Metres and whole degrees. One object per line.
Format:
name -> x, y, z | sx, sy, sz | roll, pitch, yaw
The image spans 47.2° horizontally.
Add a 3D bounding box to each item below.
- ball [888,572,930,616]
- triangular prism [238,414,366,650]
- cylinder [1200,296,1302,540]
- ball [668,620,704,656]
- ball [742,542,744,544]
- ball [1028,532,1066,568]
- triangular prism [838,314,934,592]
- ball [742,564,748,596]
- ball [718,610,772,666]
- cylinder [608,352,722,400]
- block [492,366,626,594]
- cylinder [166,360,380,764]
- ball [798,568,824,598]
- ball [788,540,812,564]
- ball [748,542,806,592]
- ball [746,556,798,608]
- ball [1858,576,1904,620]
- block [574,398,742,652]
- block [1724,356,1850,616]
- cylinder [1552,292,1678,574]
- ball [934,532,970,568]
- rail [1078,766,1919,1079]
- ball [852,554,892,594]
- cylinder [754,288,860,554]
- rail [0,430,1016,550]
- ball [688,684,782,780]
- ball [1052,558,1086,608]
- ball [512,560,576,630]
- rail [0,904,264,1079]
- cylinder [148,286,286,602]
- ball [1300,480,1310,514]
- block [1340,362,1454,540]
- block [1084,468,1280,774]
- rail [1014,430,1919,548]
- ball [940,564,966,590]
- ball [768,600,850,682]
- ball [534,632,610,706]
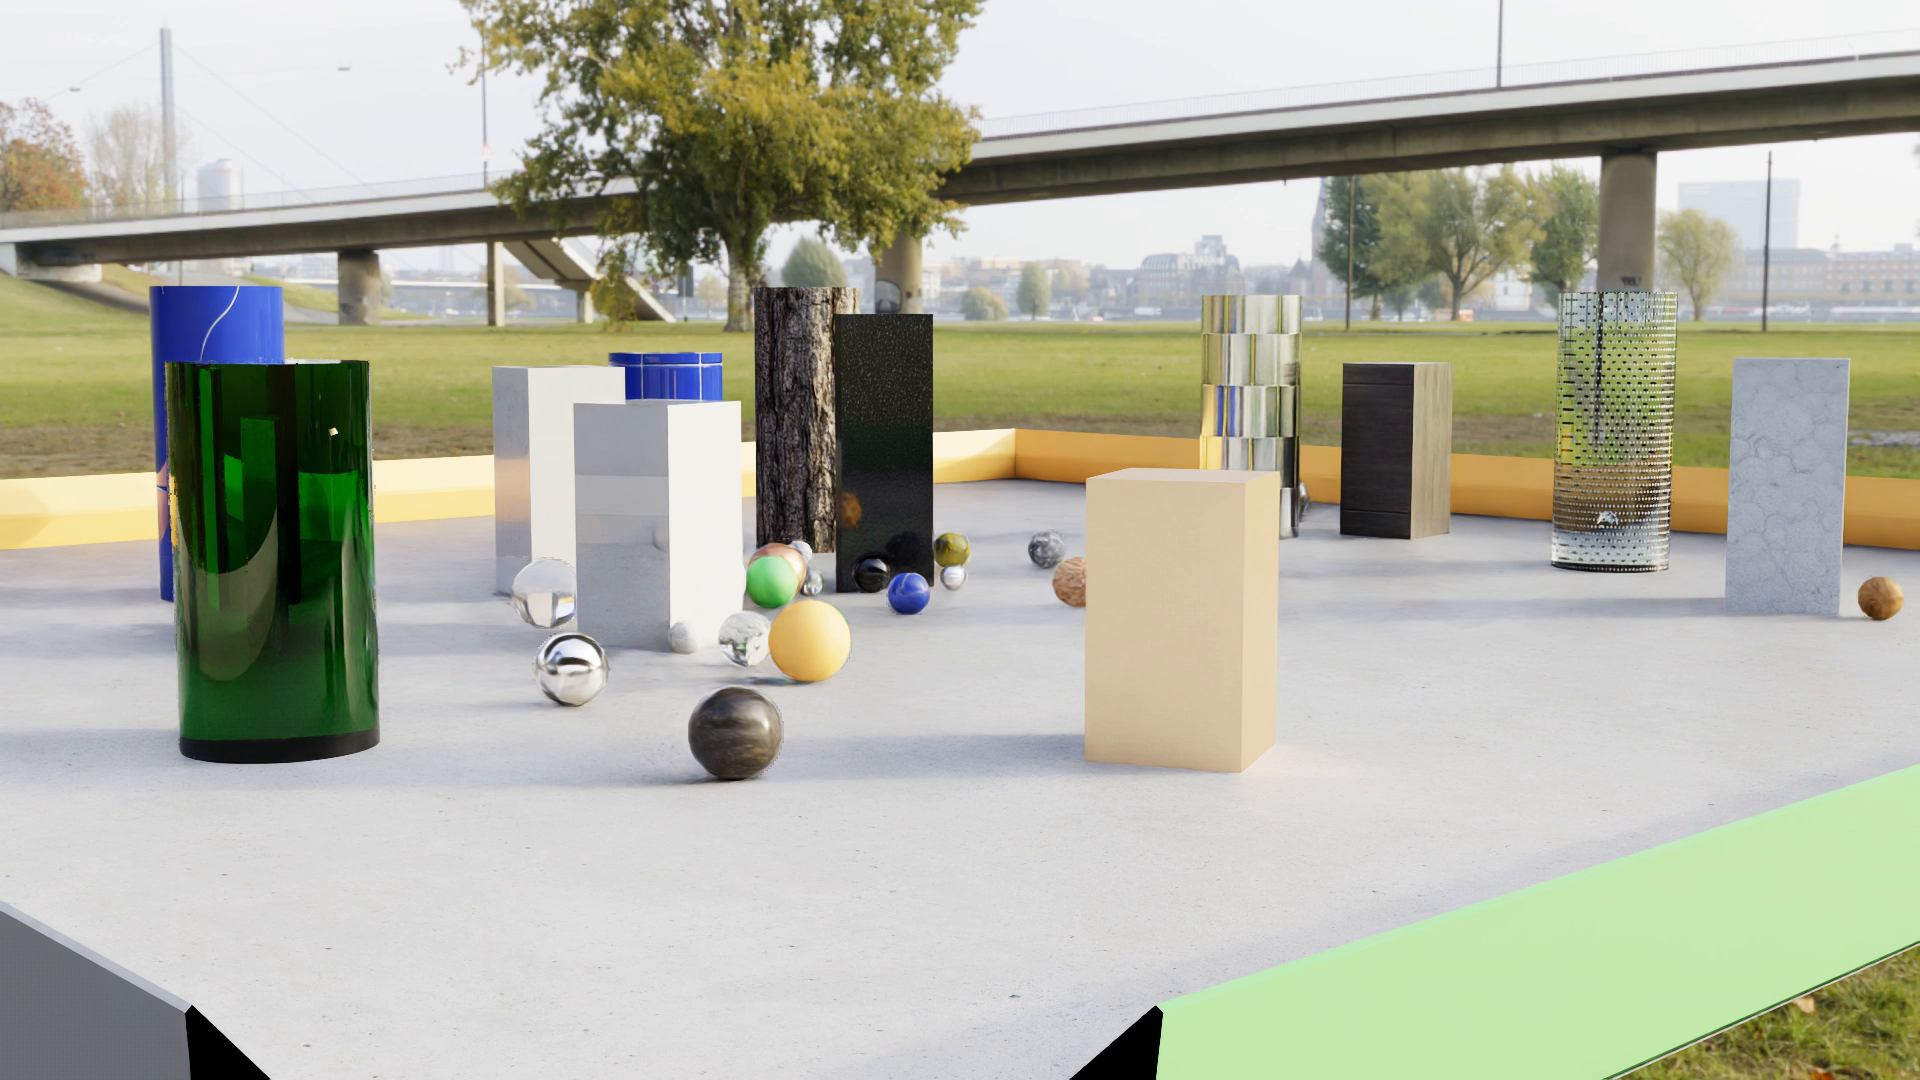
ball -> -0.075, 0.078, 3.224 | 0.064, 0.064, 0.064 | 0, 6, 0
triangular prism -> -0.930, -0.019, 2.997 | 0.148, 0.304, 0.171 | 4, 7, 33
cylinder -> 0.574, -0.245, 4.348 | 0.198, 0.474, 0.198 | 0, 6, 0
ball -> -0.355, 0.126, 2.848 | 0.047, 0.047, 0.047 | 0, 6, 0
ball -> -0.418, 0.007, 3.946 | 0.057, 0.057, 0.057 | 0, 6, 0
ball -> 0.151, 0.017, 3.808 | 0.065, 0.065, 0.065 | 0, 6, 0
triangular prism -> -0.153, -0.147, 3.570 | 0.171, 0.439, 0.148 | -3, 7, -29
ball -> -0.362, 0.060, 3.254 | 0.094, 0.094, 0.094 | 0, 6, 0
ball -> -0.268, 0.123, 2.760 | 0.071, 0.071, 0.071 | 0, 6, 0
cylinder -> -0.512, -0.140, 3.836 | 0.198, 0.371, 0.198 | 0, 6, 0
block -> -0.631, -0.094, 3.466 | 0.158, 0.357, 0.158 | -4, 7, -32
cylinder -> -0.698, 0.015, 2.243 | 0.198, 0.393, 0.198 | 0, 6, 0
ball -> -0.235, 0.066, 3.425 | 0.046, 0.046, 0.046 | 0, 6, 0
ball -> -0.281, 0.024, 3.830 | 0.046, 0.046, 0.046 | 0, 6, 0
ball -> -0.282, 0.049, 3.379 | 0.090, 0.090, 0.090 | 0, 6, 0
ball -> -0.283, 0.063, 3.295 | 0.079, 0.079, 0.079 | 0, 6, 0
ball -> 1.330, 0.083, 3.176 | 0.063, 0.063, 0.063 | 0, 6, 0
block -> -0.405, -0.024, 2.960 | 0.158, 0.323, 0.158 | 4, 7, 30
block -> 1.244, -0.086, 3.304 | 0.158, 0.373, 0.158 | 2, 6, 23
cylinder -> 1.134, -0.190, 3.813 | 0.198, 0.475, 0.198 | 0, 6, 0
ball -> -0.015, 0.018, 3.790 | 0.066, 0.066, 0.066 | 0, 6, 0
rail -> 1.192, 0.167, 2.047 | 3.689, 0.128, 0.045 | -5, 8, -42
ball -> -0.139, 0.054, 3.473 | 0.061, 0.061, 0.061 | 0, 6, 0
cylinder -> -0.284, -0.227, 4.115 | 0.198, 0.487, 0.198 | 0, 6, 0
rail -> -1.192, -0.101, 4.616 | 3.689, 0.128, 0.045 | -5, 8, -42
ball -> -0.214, 0.183, 2.095 | 0.090, 0.090, 0.090 | 0, 6, 0
ball -> 0.177, 0.064, 3.306 | 0.076, 0.076, 0.076 | 0, 6, 0
ball -> -0.578, 0.076, 3.079 | 0.098, 0.098, 0.098 | 0, 6, 0
rail -> -1.338, 0.162, 2.104 | 0.045, 0.128, 3.562 | -5, 8, -42
cylinder -> -1.151, -0.153, 3.429 | 0.198, 0.481, 0.198 | 0, 6, 0
ball -> 0.699, -0.090, 4.699 | 0.093, 0.093, 0.093 | 0, 6, 0
block -> 0.869, -0.182, 4.380 | 0.158, 0.341, 0.158 | 5, 8, 40
block -> 0.225, 0.075, 2.210 | 0.158, 0.281, 0.158 | 2, 6, 20
rail -> 1.338, -0.095, 4.560 | 0.045, 0.128, 3.562 | -5, 8, -42
ball -> -0.012, 0.059, 3.518 | 0.041, 0.041, 0.041 | 0, 6, 0
ball -> -0.181, 0.121, 2.643 | 0.099, 0.099, 0.099 | 0, 6, 0
ball -> -0.438, 0.146, 2.484 | 0.083, 0.083, 0.083 | 0, 6, 0
